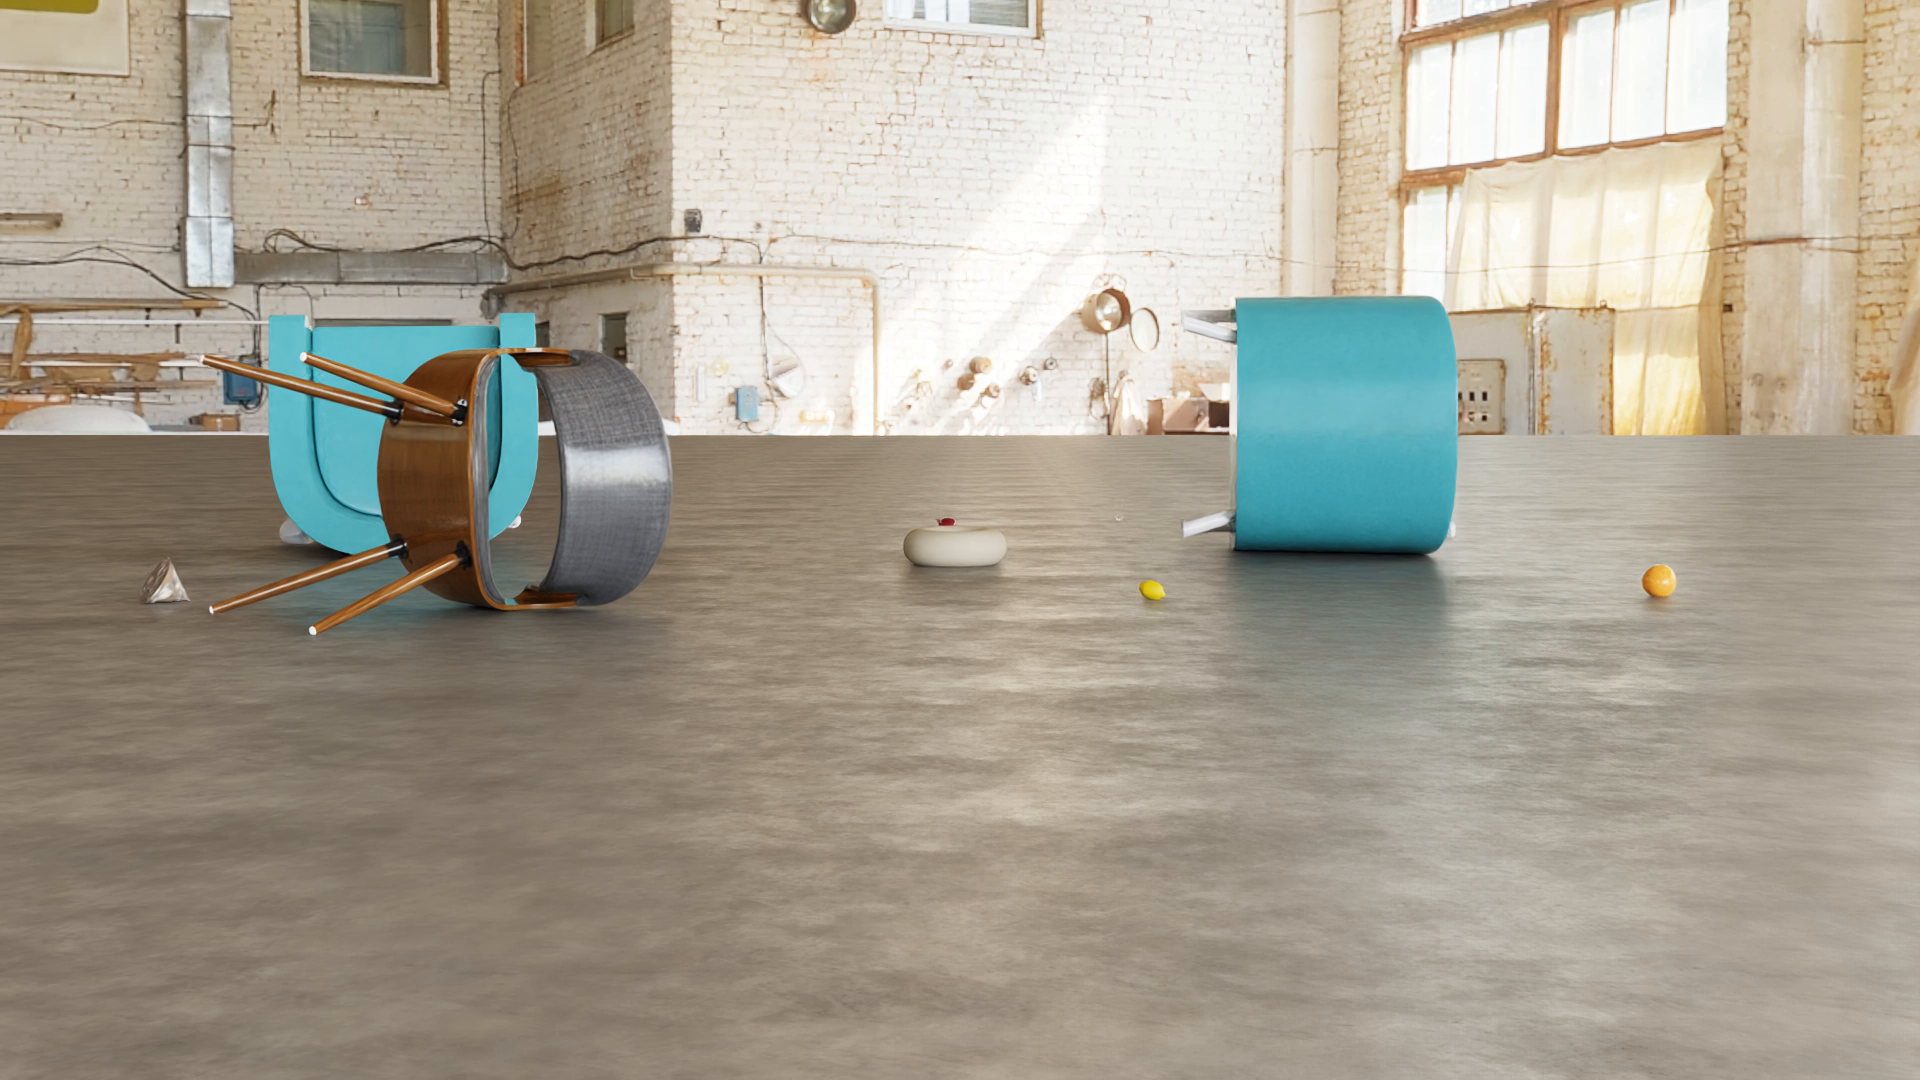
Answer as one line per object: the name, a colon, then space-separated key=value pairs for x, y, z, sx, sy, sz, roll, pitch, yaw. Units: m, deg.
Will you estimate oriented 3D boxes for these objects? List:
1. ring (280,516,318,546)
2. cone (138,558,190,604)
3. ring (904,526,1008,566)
ring: x=-1.909 y=-0.027 z=6.353 sx=0.074 sy=0.083 sz=0.121 roll=6 pitch=19 yaw=17
cone: x=-1.664 y=0.107 z=4.644 sx=0.085 sy=0.111 sz=0.127 roll=36 pitch=-9 yaw=-30
ring: x=-0.013 y=0.016 z=5.654 sx=0.272 sy=0.092 sz=0.264 roll=-5 pitch=7 yaw=-42
